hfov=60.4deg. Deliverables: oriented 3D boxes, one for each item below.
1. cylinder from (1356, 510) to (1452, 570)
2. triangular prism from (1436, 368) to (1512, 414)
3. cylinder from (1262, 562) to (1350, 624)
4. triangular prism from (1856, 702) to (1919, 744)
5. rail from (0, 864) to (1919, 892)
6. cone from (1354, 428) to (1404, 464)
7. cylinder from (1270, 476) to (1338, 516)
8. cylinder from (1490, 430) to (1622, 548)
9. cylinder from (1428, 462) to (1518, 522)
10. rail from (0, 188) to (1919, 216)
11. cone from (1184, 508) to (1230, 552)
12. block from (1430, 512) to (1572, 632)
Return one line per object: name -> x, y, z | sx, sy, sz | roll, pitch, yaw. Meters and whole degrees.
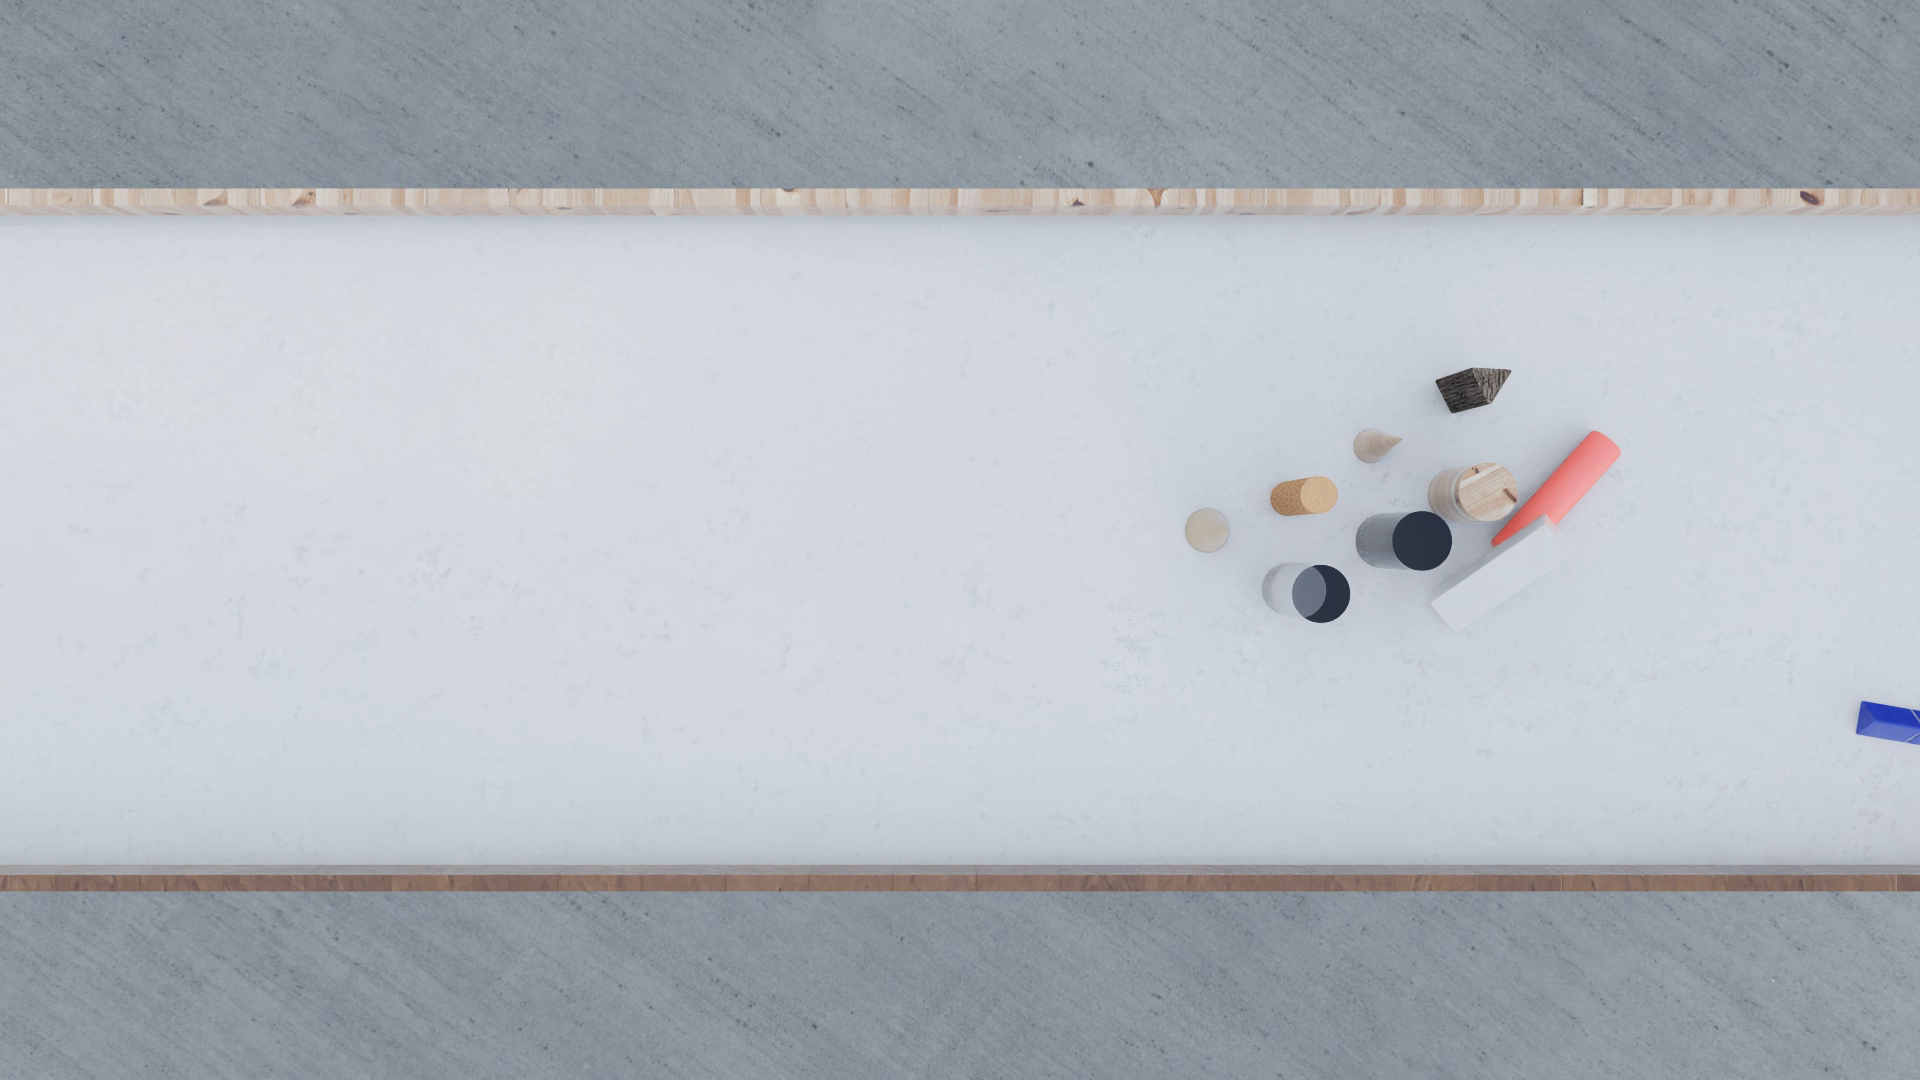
cylinder -> 1.302, 0.003, 4.861 | 0.170, 0.430, 0.170 | 0, 90, 0
triangular prism -> 1.505, -0.464, 4.898 | 0.099, 0.357, 0.115 | 33, 90, 0
cylinder -> 1.012, 0.151, 4.849 | 0.165, 0.454, 0.165 | 0, 90, 0
triangular prism -> 2.926, 0.574, 5.030 | 0.325, 0.089, 0.102 | 10, 90, 0
rail -> -2.247, 1.025, 5.001 | 12.000, 0.150, 0.050 | 0, 90, 0
cone -> 1.264, -0.289, 4.887 | 0.106, 0.379, 0.106 | 0, 90, 0
cylinder -> 1.008, -0.127, 4.852 | 0.106, 0.449, 0.106 | 0, 90, 0
cylinder -> 1.814, -0.129, 5.021 | 0.111, 0.111, 0.453 | 42, 90, 0
cylinder -> 1.525, -0.139, 4.918 | 0.171, 0.317, 0.171 | 0, 90, 0
rail -> -2.247, -1.025, 5.002 | 12.000, 0.150, 0.050 | 0, 90, 0
cone -> 0.761, -0.029, 4.867 | 0.138, 0.418, 0.138 | 0, 90, 0
block -> 1.615, 0.100, 4.935 | 0.410, 0.119, 0.119 | -40, 92, 25
